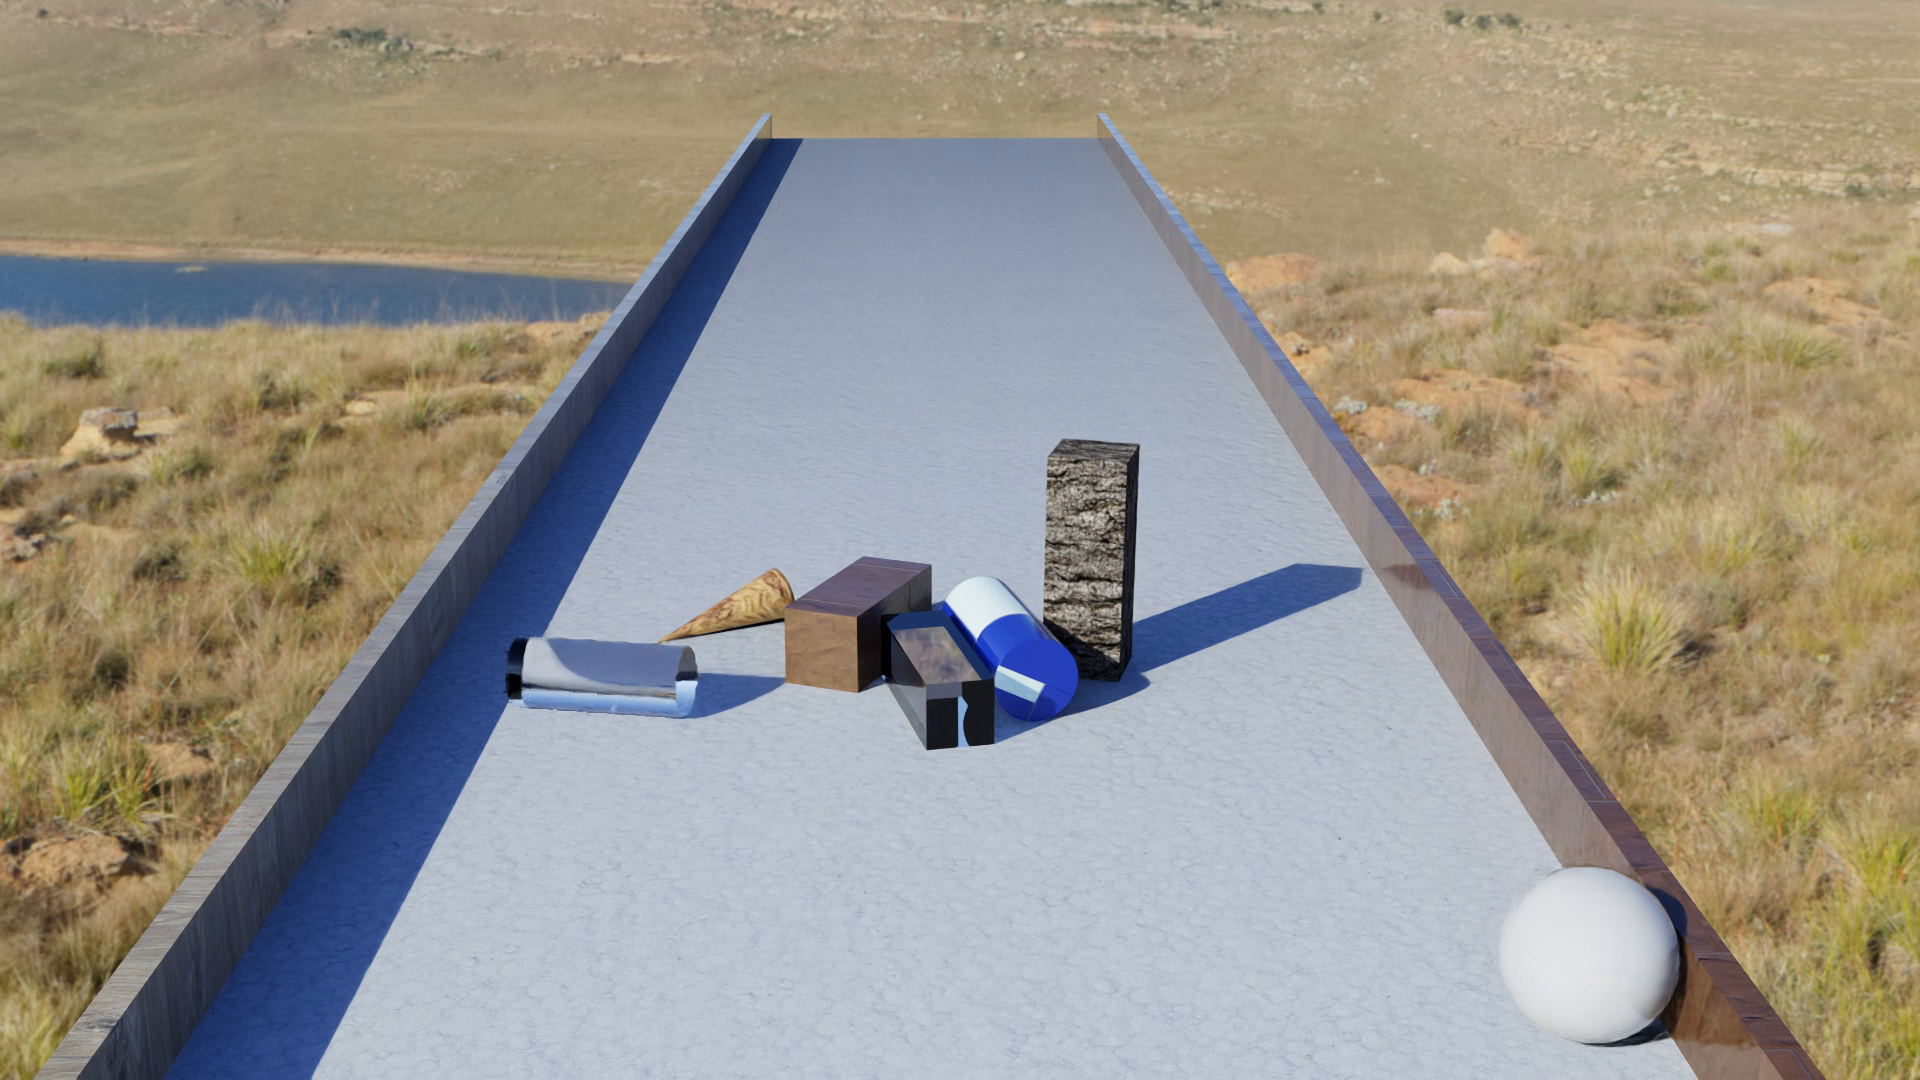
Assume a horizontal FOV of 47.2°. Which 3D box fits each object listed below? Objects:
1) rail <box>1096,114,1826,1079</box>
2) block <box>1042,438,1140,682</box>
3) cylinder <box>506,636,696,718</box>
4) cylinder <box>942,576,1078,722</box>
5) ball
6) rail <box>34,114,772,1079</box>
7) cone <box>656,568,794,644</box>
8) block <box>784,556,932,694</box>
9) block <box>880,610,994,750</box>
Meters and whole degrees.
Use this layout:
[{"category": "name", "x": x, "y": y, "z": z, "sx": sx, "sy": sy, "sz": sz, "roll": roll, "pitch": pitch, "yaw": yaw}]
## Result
[{"category": "rail", "x": 0.932, "y": -0.844, "z": 7.801, "sx": 0.050, "sy": 0.150, "sz": 12.000, "roll": 0, "pitch": 17, "yaw": -1}, {"category": "block", "x": 0.256, "y": 0.039, "z": 4.315, "sx": 0.154, "sy": 0.443, "sz": 0.154, "roll": 5, "pitch": 17, "yaw": 13}, {"category": "cylinder", "x": -0.673, "y": 0.256, "z": 4.133, "sx": 0.330, "sy": 0.134, "sz": 0.134, "roll": 3, "pitch": 17, "yaw": 10}, {"category": "cylinder", "x": 0.091, "y": 0.205, "z": 4.254, "sx": 0.162, "sy": 0.162, "sz": 0.399, "roll": -4, "pitch": 17, "yaw": -14}, {"category": "ball", "x": 0.843, "y": 0.555, "z": 2.947, "sx": 0.236, "sy": 0.236, "sz": 0.236, "roll": 0, "pitch": 17, "yaw": 0}, {"category": "rail", "x": -1.118, "y": -0.838, "z": 7.780, "sx": 0.050, "sy": 0.150, "sz": 12.000, "roll": 0, "pitch": 17, "yaw": -1}, {"category": "cone", "x": -0.502, "y": 0.162, "z": 4.587, "sx": 0.305, "sy": 0.111, "sz": 0.111, "roll": -22, "pitch": 26, "yaw": -29}, {"category": "block", "x": -0.199, "y": 0.164, "z": 4.404, "sx": 0.154, "sy": 0.154, "sz": 0.369, "roll": 7, "pitch": 18, "yaw": 21}, {"category": "block", "x": -0.046, "y": 0.258, "z": 4.138, "sx": 0.126, "sy": 0.126, "sz": 0.403, "roll": -4, "pitch": 17, "yaw": -13}]
